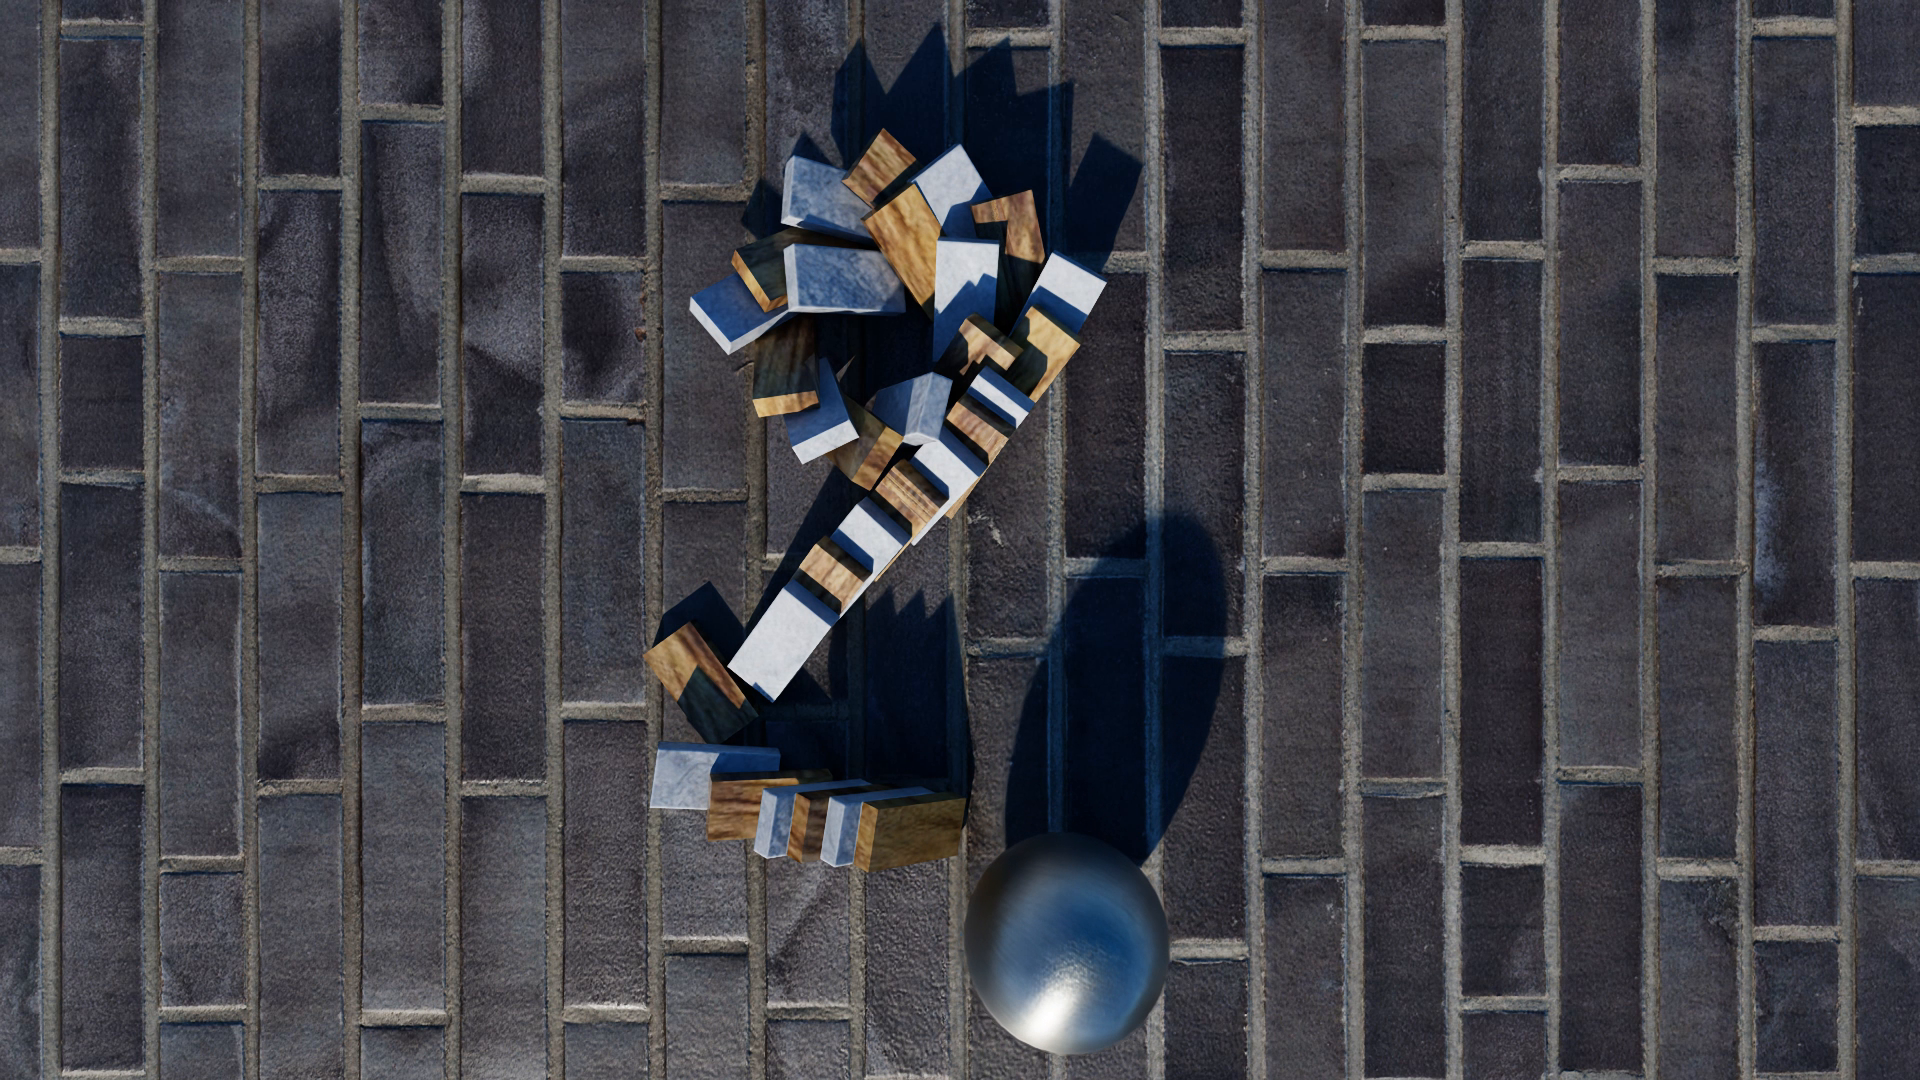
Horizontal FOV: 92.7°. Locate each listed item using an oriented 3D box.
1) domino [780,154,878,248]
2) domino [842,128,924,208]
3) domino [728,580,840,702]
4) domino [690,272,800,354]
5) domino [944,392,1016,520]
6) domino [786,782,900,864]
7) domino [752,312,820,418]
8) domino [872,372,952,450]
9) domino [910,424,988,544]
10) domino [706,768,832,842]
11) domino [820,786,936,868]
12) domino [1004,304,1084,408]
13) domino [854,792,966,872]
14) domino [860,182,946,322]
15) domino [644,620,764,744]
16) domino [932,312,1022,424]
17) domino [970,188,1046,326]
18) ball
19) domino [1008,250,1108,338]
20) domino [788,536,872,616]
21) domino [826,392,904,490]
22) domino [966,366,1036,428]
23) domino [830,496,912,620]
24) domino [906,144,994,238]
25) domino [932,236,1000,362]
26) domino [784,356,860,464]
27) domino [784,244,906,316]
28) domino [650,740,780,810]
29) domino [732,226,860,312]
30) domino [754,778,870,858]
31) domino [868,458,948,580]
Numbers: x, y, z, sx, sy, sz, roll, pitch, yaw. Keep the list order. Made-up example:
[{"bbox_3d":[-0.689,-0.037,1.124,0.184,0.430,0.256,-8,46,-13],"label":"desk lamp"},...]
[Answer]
[{"bbox_3d":[-0.048,-0.140,0.383,0.050,0.010,0.025,5,90,-30],"label":"domino"},{"bbox_3d":[-0.022,-0.144,0.384,0.050,0.009,0.025,35,90,-28],"label":"domino"},{"bbox_3d":[-0.074,0.043,0.385,0.025,0.009,0.050,39,116,0],"label":"domino"},{"bbox_3d":[-0.085,-0.101,0.384,0.050,0.010,0.025,-39,87,-27],"label":"domino"},{"bbox_3d":[-0.001,-0.034,0.379,0.025,0.010,0.050,36,130,-1],"label":"domino"},{"bbox_3d":[-0.046,0.116,0.379,0.009,0.050,0.025,9,90,45],"label":"domino"},{"bbox_3d":[-0.072,-0.074,0.381,0.025,0.010,0.050,-8,51,0],"label":"domino"},{"bbox_3d":[-0.022,-0.051,0.374,0.010,0.050,0.025,17,81,-29],"label":"domino"},{"bbox_3d":[-0.013,-0.022,0.380,0.025,0.010,0.050,43,130,-2],"label":"domino"},{"bbox_3d":[-0.080,0.111,0.385,0.050,0.009,0.025,3,95,-22],"label":"domino"},{"bbox_3d":[-0.033,0.118,0.379,0.010,0.050,0.025,9,90,45],"label":"domino"},{"bbox_3d":[0.026,-0.071,0.384,0.025,0.009,0.050,38,118,0],"label":"domino"},{"bbox_3d":[-0.020,0.120,0.379,0.009,0.050,0.025,9,90,45],"label":"domino"},{"bbox_3d":[-0.017,-0.120,0.383,0.025,0.009,0.050,-37,120,0],"label":"domino"},{"bbox_3d":[-0.111,0.062,0.395,0.025,0.009,0.050,-36,90,0],"label":"domino"},{"bbox_3d":[0.002,-0.067,0.380,0.025,0.009,0.050,39,130,0],"label":"domino"},{"bbox_3d":[0.022,-0.118,0.385,0.025,0.010,0.050,-16,117,0],"label":"domino"},{"bbox_3d":[0.041,0.156,0.360,0.080,0.080,0.080,0,90,0],"label":"ball"},{"bbox_3d":[0.038,-0.092,0.384,0.025,0.010,0.050,28,117,-2],"label":"domino"},{"bbox_3d":[-0.061,0.025,0.384,0.025,0.009,0.050,39,118,0],"label":"domino"},{"bbox_3d":[-0.044,-0.042,0.376,0.010,0.050,0.025,29,98,-38],"label":"domino"},{"bbox_3d":[0.007,-0.045,0.380,0.025,0.009,0.050,37,130,-2],"label":"domino"},{"bbox_3d":[-0.045,0.008,0.383,0.025,0.010,0.050,43,120,0],"label":"domino"},{"bbox_3d":[0.003,-0.136,0.384,0.025,0.010,0.050,-38,117,0],"label":"domino"},{"bbox_3d":[0.002,-0.099,0.383,0.025,0.010,0.050,4,118,1],"label":"domino"},{"bbox_3d":[-0.060,-0.055,0.379,0.025,0.050,0.010,-25,134,1],"label":"domino"},{"bbox_3d":[-0.047,-0.108,0.381,0.050,0.009,0.025,-7,95,-34],"label":"domino"},{"bbox_3d":[-0.103,0.100,0.387,0.050,0.009,0.025,8,94,-19],"label":"domino"},{"bbox_3d":[-0.067,-0.117,0.384,0.050,0.010,0.025,-34,90,-29],"label":"domino"},{"bbox_3d":[-0.060,0.114,0.379,0.009,0.050,0.025,9,90,45],"label":"domino"},{"bbox_3d":[-0.029,-0.008,0.382,0.025,0.009,0.050,43,125,0],"label":"domino"}]
